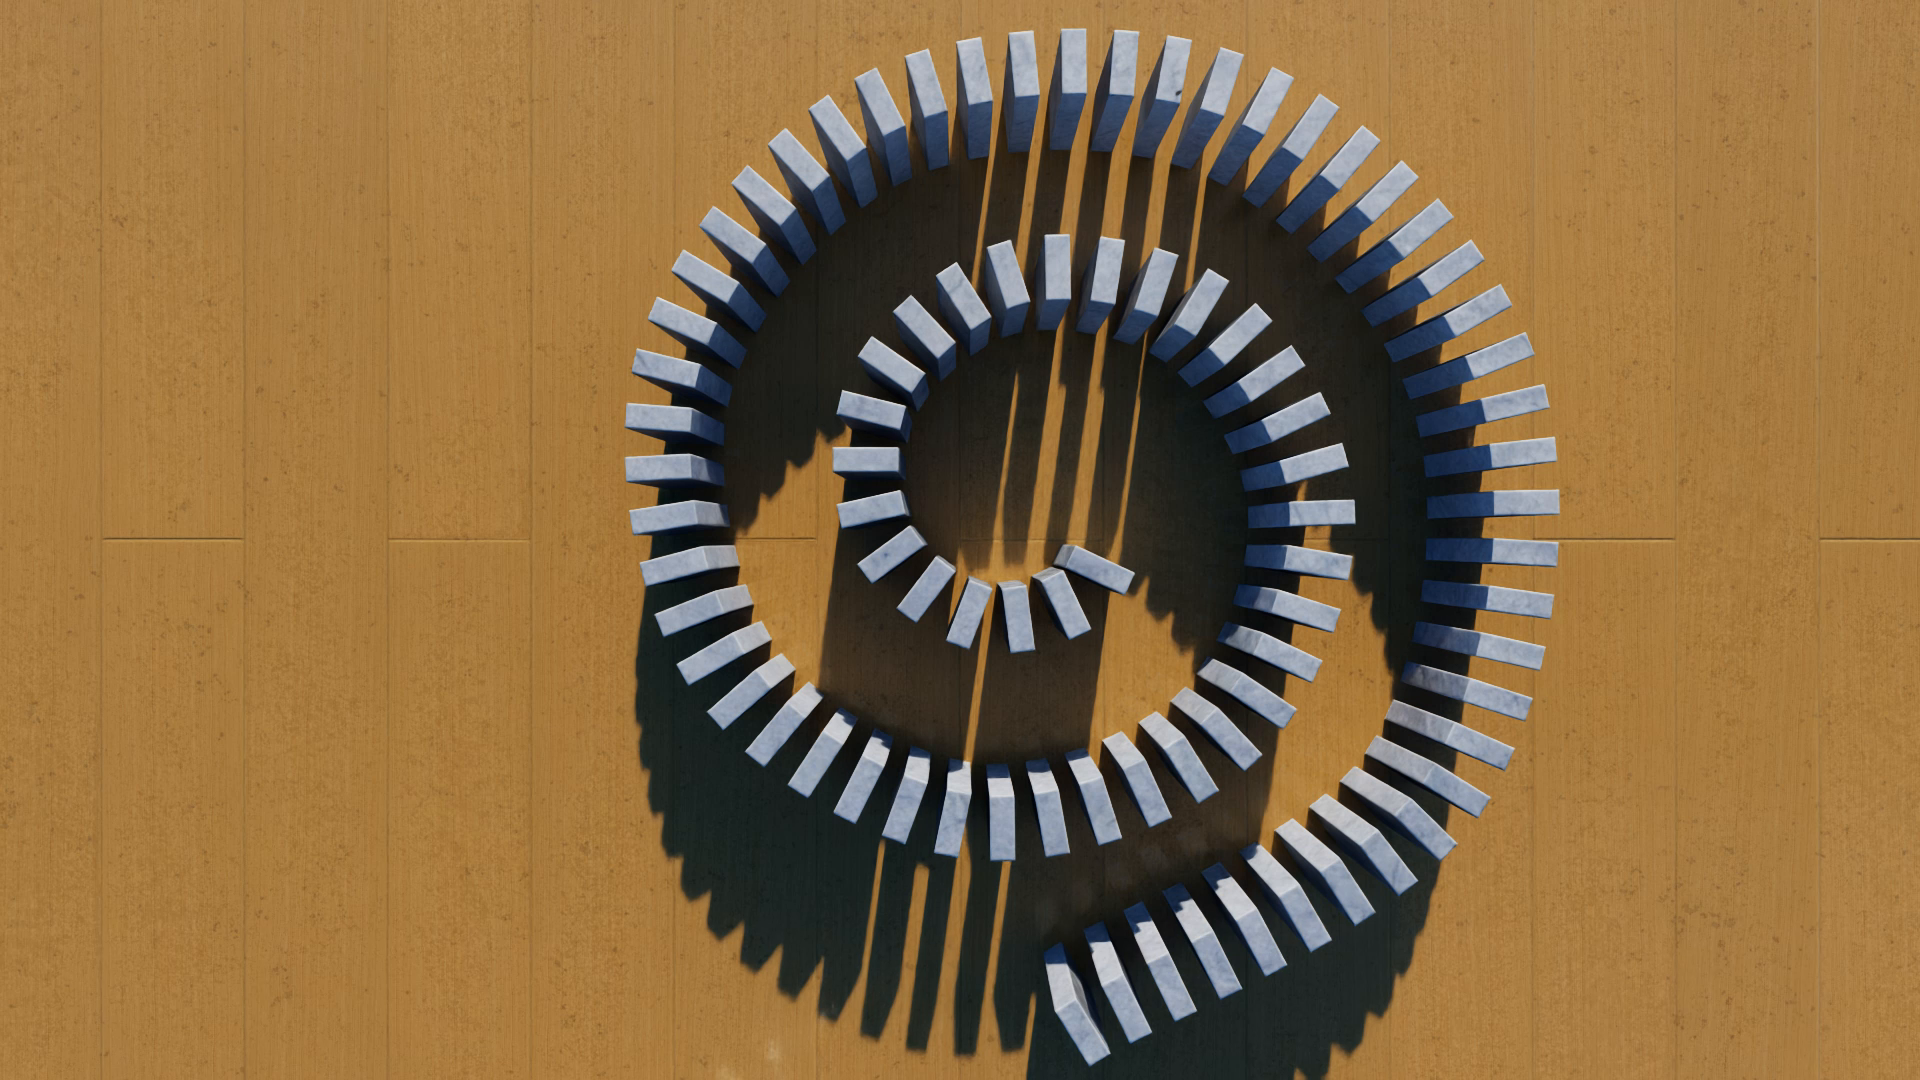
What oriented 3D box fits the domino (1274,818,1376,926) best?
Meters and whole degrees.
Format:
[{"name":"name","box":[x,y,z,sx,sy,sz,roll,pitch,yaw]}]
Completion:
[{"name":"domino","box":[0.148,0.135,0.375,0.010,0.050,0.025,-33,90,0]}]

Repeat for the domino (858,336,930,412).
[{"name":"domino","box":[-0.026,-0.067,0.375,0.025,0.050,0.010,35,90,0]}]

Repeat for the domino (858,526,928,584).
[{"name":"domino","box":[-0.026,0.006,0.375,0.025,0.050,0.010,-36,90,0]}]

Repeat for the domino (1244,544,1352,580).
[{"name":"domino","box":[0.137,0.009,0.375,0.025,0.050,0.009,10,90,0]}]

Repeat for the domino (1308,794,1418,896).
[{"name":"domino","box":[0.164,0.123,0.375,0.009,0.050,0.025,-38,90,0]}]

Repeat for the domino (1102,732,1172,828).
[{"name":"domino","box":[0.072,0.097,0.375,0.009,0.050,0.025,-24,90,0]}]

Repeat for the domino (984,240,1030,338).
[{"name":"domino","box":[0.019,-0.101,0.375,0.010,0.050,0.025,-18,90,0]}]

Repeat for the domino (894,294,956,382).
[{"name":"domino","box":[-0.014,-0.081,0.375,0.010,0.050,0.025,-43,90,0]}]

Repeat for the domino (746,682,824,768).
[{"name":"domino","box":[-0.071,0.074,0.375,0.009,0.050,0.025,40,90,0]}]

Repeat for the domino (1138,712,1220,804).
[{"name":"domino","box":[0.088,0.088,0.375,0.009,0.050,0.025,-32,90,0]}]

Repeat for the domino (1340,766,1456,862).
[{"name":"domino","box":[0.178,0.111,0.375,0.025,0.050,0.010,44,90,0]}]

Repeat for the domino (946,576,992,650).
[{"name":"domino","box":[0.004,0.029,0.375,0.010,0.050,0.025,21,90,0]}]

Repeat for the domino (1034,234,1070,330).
[{"name":"domino","box":[0.037,-0.104,0.375,0.009,0.050,0.025,-1,90,0]}]

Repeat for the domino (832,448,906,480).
[{"name":"domino","box":[-0.036,-0.031,0.375,0.025,0.050,0.009,0,90,0]}]

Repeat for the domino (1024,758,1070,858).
[{"name":"domino","box":[0.035,0.108,0.375,0.009,0.050,0.025,-10,90,0]}]

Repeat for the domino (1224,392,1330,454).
[{"name":"domino","box":[0.128,-0.047,0.375,0.025,0.050,0.010,-26,90,0]}]

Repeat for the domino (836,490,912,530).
[{"name":"domino","box":[-0.034,-0.012,0.375,0.025,0.050,0.009,-13,90,0]}]

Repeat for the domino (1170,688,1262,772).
[{"name":"domino","box":[0.104,0.076,0.375,0.009,0.050,0.025,-43,90,0]}]

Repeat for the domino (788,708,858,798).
[{"name":"domino","box":[-0.055,0.086,0.375,0.009,0.050,0.025,33,90,0]}]

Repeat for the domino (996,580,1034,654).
[{"name":"domino","box":[0.022,0.030,0.375,0.010,0.050,0.025,-8,90,0]}]

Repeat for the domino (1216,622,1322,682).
[{"name":"domino","box":[0.125,0.045,0.375,0.025,0.050,0.010,25,90,0]}]

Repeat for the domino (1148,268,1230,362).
[{"name":"domino","box":[0.092,-0.091,0.375,0.009,0.050,0.025,31,90,0]}]

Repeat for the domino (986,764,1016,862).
[{"name":"domino","box":[0.016,0.110,0.375,0.010,0.050,0.025,-1,90,0]}]

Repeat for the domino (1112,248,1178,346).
[{"name":"domino","box":[0.075,-0.098,0.375,0.009,0.050,0.025,18,90,0]}]

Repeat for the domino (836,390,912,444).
[{"name":"domino","box":[-0.034,-0.050,0.375,0.025,0.050,0.009,14,90,0]}]

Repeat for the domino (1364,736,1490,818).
[{"name":"domino","box":[0.190,0.096,0.375,0.025,0.050,0.010,32,90,0]}]

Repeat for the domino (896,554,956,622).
[{"name":"domino","box":[-0.013,0.019,0.375,0.009,0.050,0.025,37,90,0]}]

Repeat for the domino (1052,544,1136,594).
[{"name":"domino","box":[0.054,0.012,0.375,0.025,0.050,0.009,25,90,0]}]

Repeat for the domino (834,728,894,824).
[{"name":"domino","box":[-0.039,0.095,0.375,0.010,0.050,0.025,27,90,0]}]

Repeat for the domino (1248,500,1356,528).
[{"name":"domino","box":[0.138,-0.010,0.375,0.025,0.050,0.010,-2,90,0]}]

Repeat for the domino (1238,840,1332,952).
[{"name":"domino","box":[0.132,0.145,0.375,0.010,0.050,0.025,-30,90,0]}]

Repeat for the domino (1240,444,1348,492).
[{"name":"domino","box":[0.135,-0.029,0.375,0.025,0.050,0.009,-16,90,0]}]

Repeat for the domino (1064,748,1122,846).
[{"name":"domino","box":[0.054,0.104,0.375,0.009,0.050,0.025,-18,90,0]}]

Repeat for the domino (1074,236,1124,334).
[{"name":"domino","box":[0.056,-0.103,0.375,0.010,0.050,0.025,9,90,0]}]

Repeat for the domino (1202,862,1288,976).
[{"name":"domino","box":[0.115,0.154,0.375,0.010,0.050,0.025,-28,90,0]}]

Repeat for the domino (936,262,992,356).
[{"name":"domino","box":[0.001,-0.093,0.375,0.009,0.050,0.025,-33,90,0]}]

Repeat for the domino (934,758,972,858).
[{"name":"domino","box":[-0.003,0.108,0.375,0.010,0.050,0.025,12,90,0]}]

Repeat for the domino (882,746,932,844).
[{"name":"domino","box":[-0.021,0.103,0.375,0.009,0.050,0.025,20,90,0]}]

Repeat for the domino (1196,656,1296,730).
[{"name":"domino","box":[0.116,0.062,0.375,0.025,0.050,0.010,34,90,0]}]

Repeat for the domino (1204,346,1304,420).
[{"name":"domino","box":[0.119,-0.063,0.375,0.025,0.050,0.009,-34,90,0]}]

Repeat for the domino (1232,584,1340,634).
[{"name":"domino","box":[0.132,0.027,0.375,0.025,0.050,0.010,18,90,0]}]

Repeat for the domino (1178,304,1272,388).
[{"name":"domino","box":[0.107,-0.078,0.375,0.025,0.050,0.009,-43,90,0]}]

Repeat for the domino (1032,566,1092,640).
[{"name":"domino","box":[0.041,0.025,0.375,0.010,0.050,0.025,-25,90,0]}]
